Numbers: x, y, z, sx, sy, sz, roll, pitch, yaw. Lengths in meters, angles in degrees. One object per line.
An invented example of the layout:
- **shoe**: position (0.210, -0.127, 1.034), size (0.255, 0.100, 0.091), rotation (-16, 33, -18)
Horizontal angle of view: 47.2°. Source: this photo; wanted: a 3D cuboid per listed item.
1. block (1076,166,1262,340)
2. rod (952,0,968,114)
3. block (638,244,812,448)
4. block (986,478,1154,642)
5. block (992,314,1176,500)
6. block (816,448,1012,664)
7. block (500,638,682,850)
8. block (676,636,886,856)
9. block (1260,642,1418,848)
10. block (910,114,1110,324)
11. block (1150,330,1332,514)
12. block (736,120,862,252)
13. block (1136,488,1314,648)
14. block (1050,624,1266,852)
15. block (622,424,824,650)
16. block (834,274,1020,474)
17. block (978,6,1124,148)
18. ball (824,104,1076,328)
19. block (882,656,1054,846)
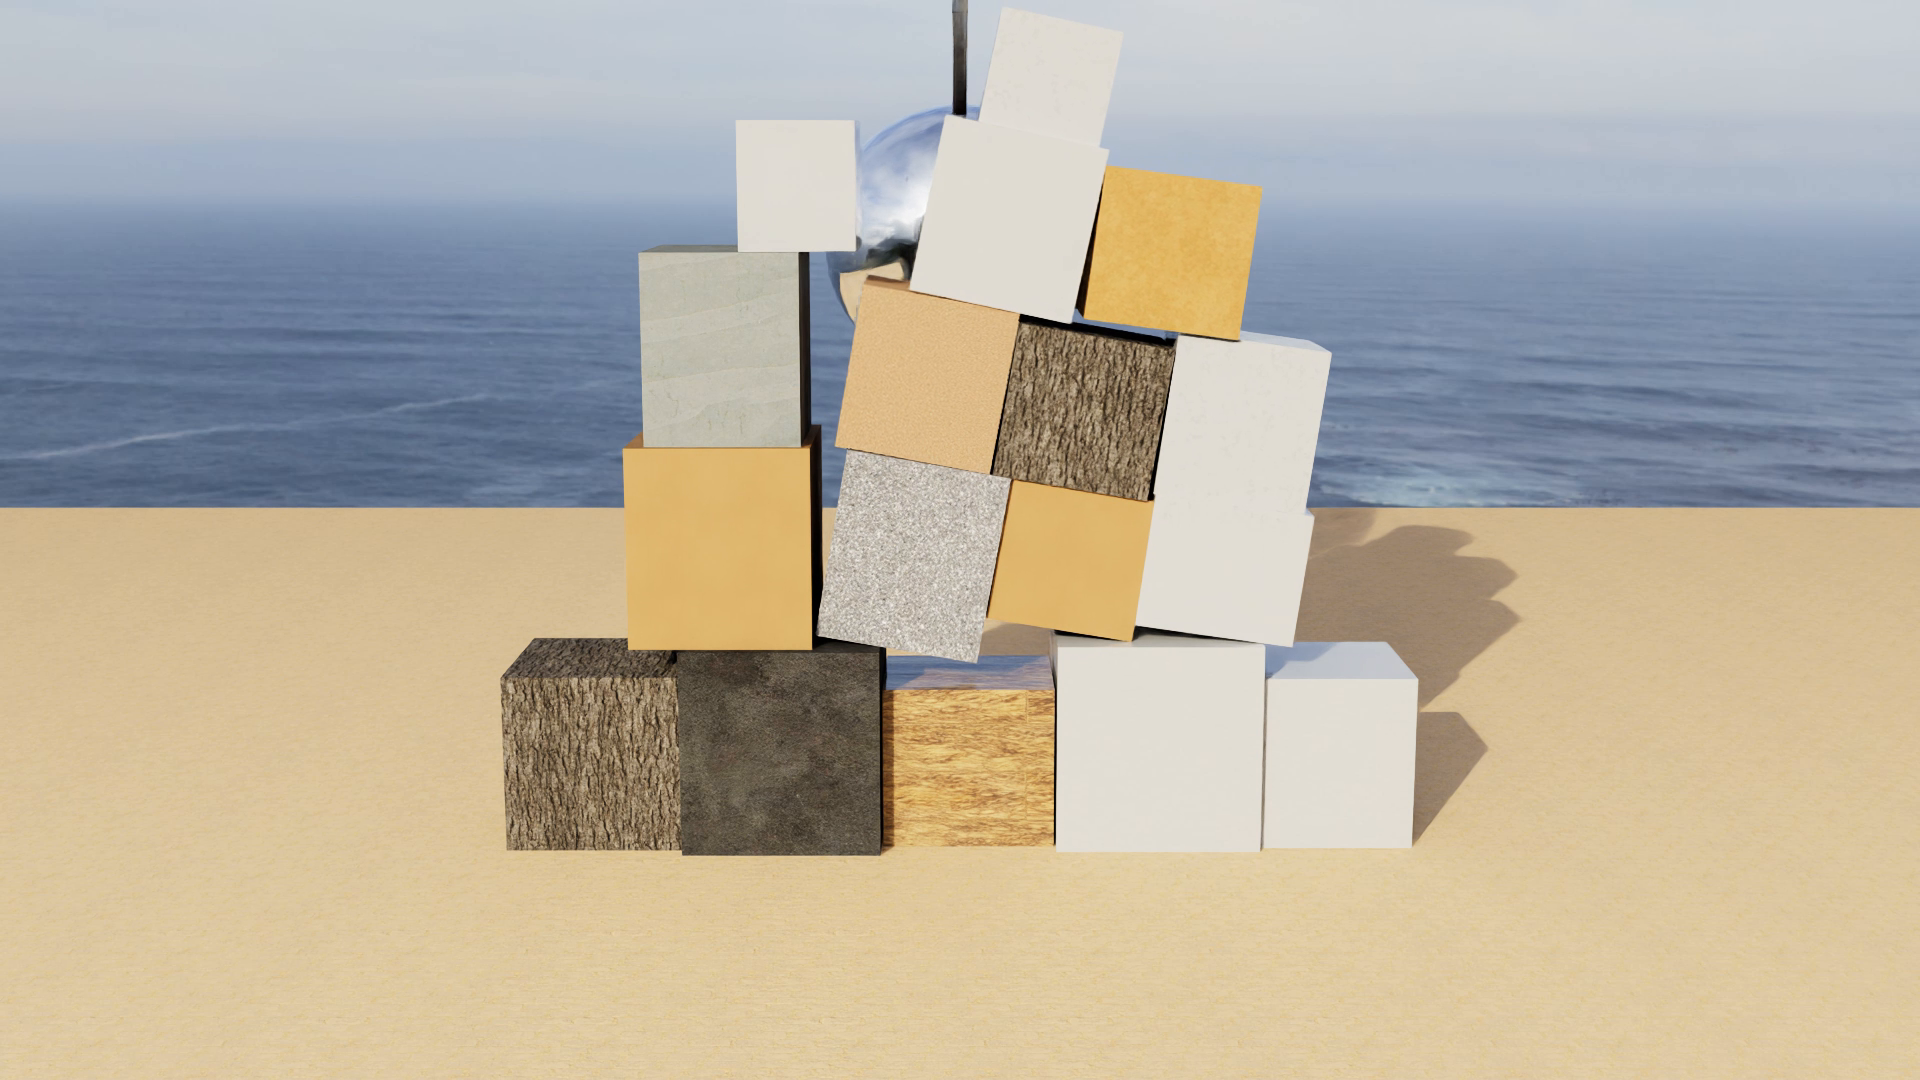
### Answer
- **block**: position (1.018, -1.443, 10.919), size (0.753, 0.736, 0.810), rotation (8, 10, -1)
- **rod**: position (0.000, -4.685, 11.242), size (0.080, 5.200, 0.080), rotation (0, 31, 0)
- **block**: position (-1.156, -0.985, 10.997), size (0.763, 0.939, 0.804), rotation (0, 10, 0)
- **block**: position (0.548, 0.039, 11.186), size (0.732, 0.713, 0.691), rotation (9, 10, -2)
- **block**: position (0.599, -0.684, 11.055), size (0.766, 0.750, 0.749), rotation (10, 10, -2)
- **block**: position (-0.236, 0.018, 11.176), size (0.812, 0.941, 0.757), rotation (10, 10, -2)
- **block**: position (-1.831, 1.039, 11.368), size (0.877, 0.889, 0.886), rotation (0, 10, 0)
- **block**: position (-0.889, 0.964, 11.370), size (0.988, 1.034, 1.080), rotation (0, 10, 0)
- **block**: position (1.889, 1.045, 11.376), size (0.760, 0.873, 0.819), rotation (0, 10, 0)
- **block**: position (0.233, -1.597, 10.881), size (0.797, 0.846, 0.752), rotation (12, 10, -2)
- **block**: position (1.376, -0.627, 11.052), size (0.748, 0.803, 0.690), rotation (8, 10, -1)
- **block**: position (-0.785, -1.753, 10.858), size (0.568, 0.623, 0.650), rotation (0, 10, 0)
- **block**: position (1.308, 0.088, 11.196), size (0.785, 0.662, 0.753), rotation (8, 10, 0)
- **block**: position (0.990, 0.958, 11.369), size (1.019, 1.048, 0.962), rotation (0, 10, 0)
- **block**: position (-1.179, -0.034, 11.182), size (0.904, 0.997, 0.927), rotation (0, 10, 0)
- **block**: position (-0.163, -0.844, 11.035), size (0.768, 0.801, 0.751), rotation (10, 10, -2)
- **block**: position (0.434, -2.260, 10.771), size (0.593, 0.551, 0.546), rotation (12, 10, -2)
- **ball**: position (0.000, -1.757, 12.969), size (1.600, 1.600, 1.600), rotation (0, 10, 0)
- **block**: position (0.043, 1.078, 11.370), size (0.856, 0.811, 0.745), rotation (0, 10, 0)
